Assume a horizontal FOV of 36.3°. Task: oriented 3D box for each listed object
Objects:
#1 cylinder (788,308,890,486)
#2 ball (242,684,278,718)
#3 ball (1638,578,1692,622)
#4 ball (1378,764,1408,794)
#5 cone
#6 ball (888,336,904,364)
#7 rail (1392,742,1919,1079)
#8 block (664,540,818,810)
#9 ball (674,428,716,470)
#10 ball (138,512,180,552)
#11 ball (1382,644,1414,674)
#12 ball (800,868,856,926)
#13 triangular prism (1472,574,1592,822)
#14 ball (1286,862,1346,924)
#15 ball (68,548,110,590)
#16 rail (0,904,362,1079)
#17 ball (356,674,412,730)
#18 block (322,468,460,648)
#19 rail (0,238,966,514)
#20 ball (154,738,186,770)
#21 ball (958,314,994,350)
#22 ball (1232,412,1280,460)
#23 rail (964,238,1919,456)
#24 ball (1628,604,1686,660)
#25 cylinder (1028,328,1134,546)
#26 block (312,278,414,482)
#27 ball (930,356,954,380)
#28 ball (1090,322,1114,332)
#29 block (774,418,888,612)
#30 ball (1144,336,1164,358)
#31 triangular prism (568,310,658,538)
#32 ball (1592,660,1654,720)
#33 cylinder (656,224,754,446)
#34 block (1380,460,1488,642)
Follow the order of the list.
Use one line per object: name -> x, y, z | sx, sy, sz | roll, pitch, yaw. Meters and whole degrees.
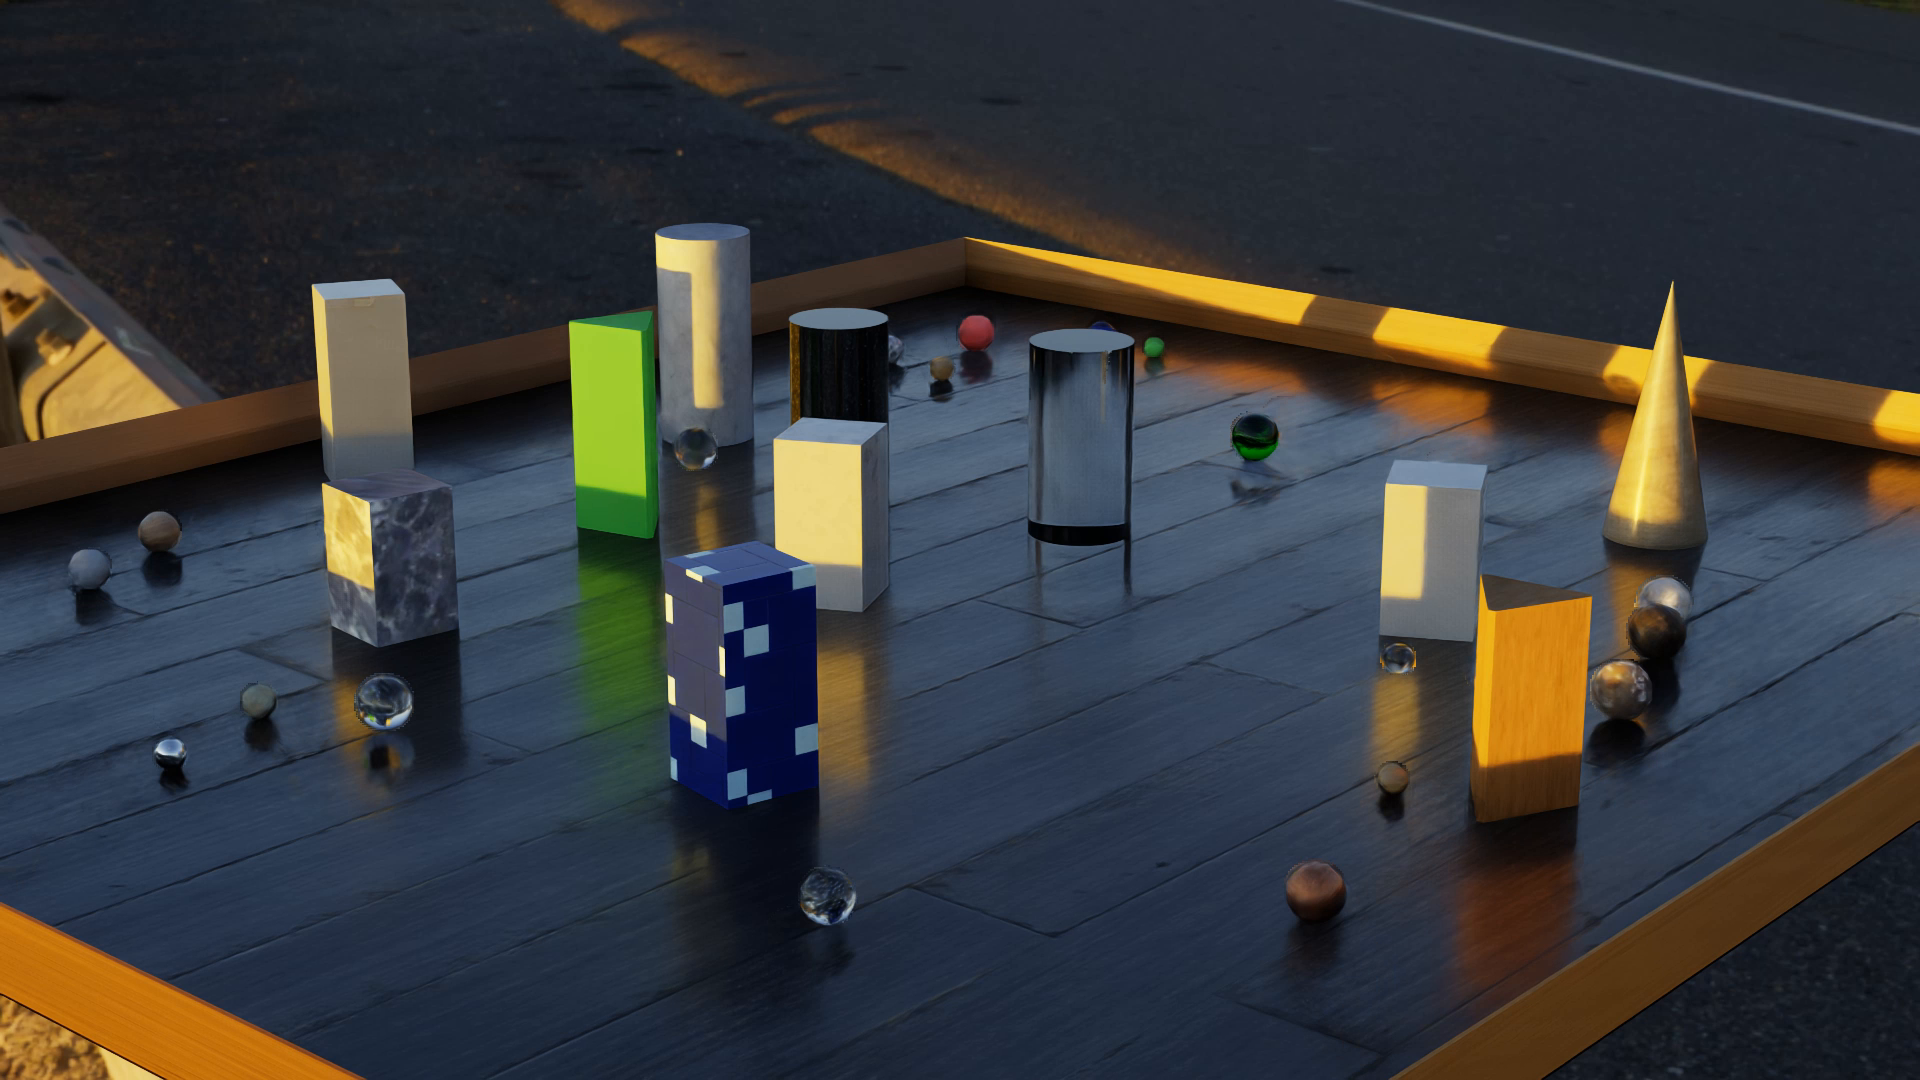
cylinder -> -0.237, -0.271, 5.765 | 0.194, 0.336, 0.194 | 0, 17, 0
ball -> -1.082, 0.249, 4.528 | 0.053, 0.053, 0.053 | 0, 17, 0
ball -> 1.185, 0.108, 4.934 | 0.090, 0.090, 0.090 | 0, 17, 0
ball -> 0.624, 0.345, 4.226 | 0.044, 0.044, 0.044 | 0, 17, 0
cone -> 1.299, -0.242, 5.411 | 0.194, 0.485, 0.194 | 0, 17, 0
ball -> -0.162, -0.441, 6.798 | 0.065, 0.065, 0.065 | 0, 17, 0
rail -> 1.274, 0.351, 4.061 | 0.045, 0.126, 3.975 | 14, 22, 39
block -> -0.314, 0.193, 4.229 | 0.156, 0.335, 0.156 | -12, 21, -35
ball -> -0.533, -0.183, 5.907 | 0.085, 0.085, 0.085 | 0, 17, 0
ball -> -1.466, -0.015, 5.369 | 0.075, 0.075, 0.075 | 0, 17, 0
ball -> 0.707, 0.192, 4.724 | 0.051, 0.051, 0.051 | 0, 17, 0
ball -> -0.171, 0.461, 3.792 | 0.073, 0.073, 0.073 | 0, 17, 0
triangular prism -> 0.779, 0.218, 4.181 | 0.168, 0.313, 0.146 | -7, 18, -23
ball -> 0.461, 0.456, 3.797 | 0.079, 0.079, 0.079 | 0, 17, 0
ball -> -1.530, 0.051, 5.155 | 0.072, 0.072, 0.072 | 0, 17, 0
rail -> -1.288, 0.460, 3.700 | 3.422, 0.126, 0.045 | 14, 22, 39
ball -> -0.879, 0.248, 4.477 | 0.085, 0.085, 0.085 | 0, 17, 0
block -> -0.956, 0.027, 4.924 | 0.156, 0.250, 0.156 | -14, 22, -39
rail -> -1.274, -0.288, 6.179 | 0.045, 0.126, 3.975 | 14, 22, 39
ball -> -1.164, 0.315, 4.323 | 0.046, 0.046, 0.046 | 0, 17, 0
ball -> 0.039, -0.489, 6.920 | 0.086, 0.086, 0.086 | 0, 17, 0
ball -> 0.602, -0.210, 5.977 | 0.097, 0.097, 0.097 | 0, 17, 0
rail -> 1.288, -0.397, 6.540 | 3.422, 0.126, 0.045 | 14, 22, 39
ball -> 1.139, 0.150, 4.790 | 0.092, 0.092, 0.092 | 0, 17, 0
cylinder -> 0.224, -0.192, 5.450 | 0.194, 0.366, 0.194 | 0, 17, 0
block -> -1.182, -0.310, 5.812 | 0.156, 0.382, 0.156 | -6, 18, -20
ball -> -0.041, -0.389, 6.640 | 0.055, 0.055, 0.055 | 0, 17, 0
ball -> 0.334, -0.483, 6.933 | 0.068, 0.068, 0.068 | 0, 17, 0
block -> -0.222, -0.045, 5.084 | 0.156, 0.297, 0.156 | 5, 17, 15
ball -> 0.455, -0.452, 6.862 | 0.049, 0.049, 0.049 | 0, 17, 0
triangular prism -> -0.615, -0.222, 5.499 | 0.168, 0.395, 0.146 | 9, 19, 27
ball -> 1.021, 0.232, 4.519 | 0.092, 0.092, 0.092 | 0, 17, 0
cylinder -> -0.531, -0.428, 6.116 | 0.194, 0.434, 0.194 | 0, 17, 0
block -> 0.797, 0.016, 4.936 | 0.156, 0.264, 0.156 | 4, 17, 13
